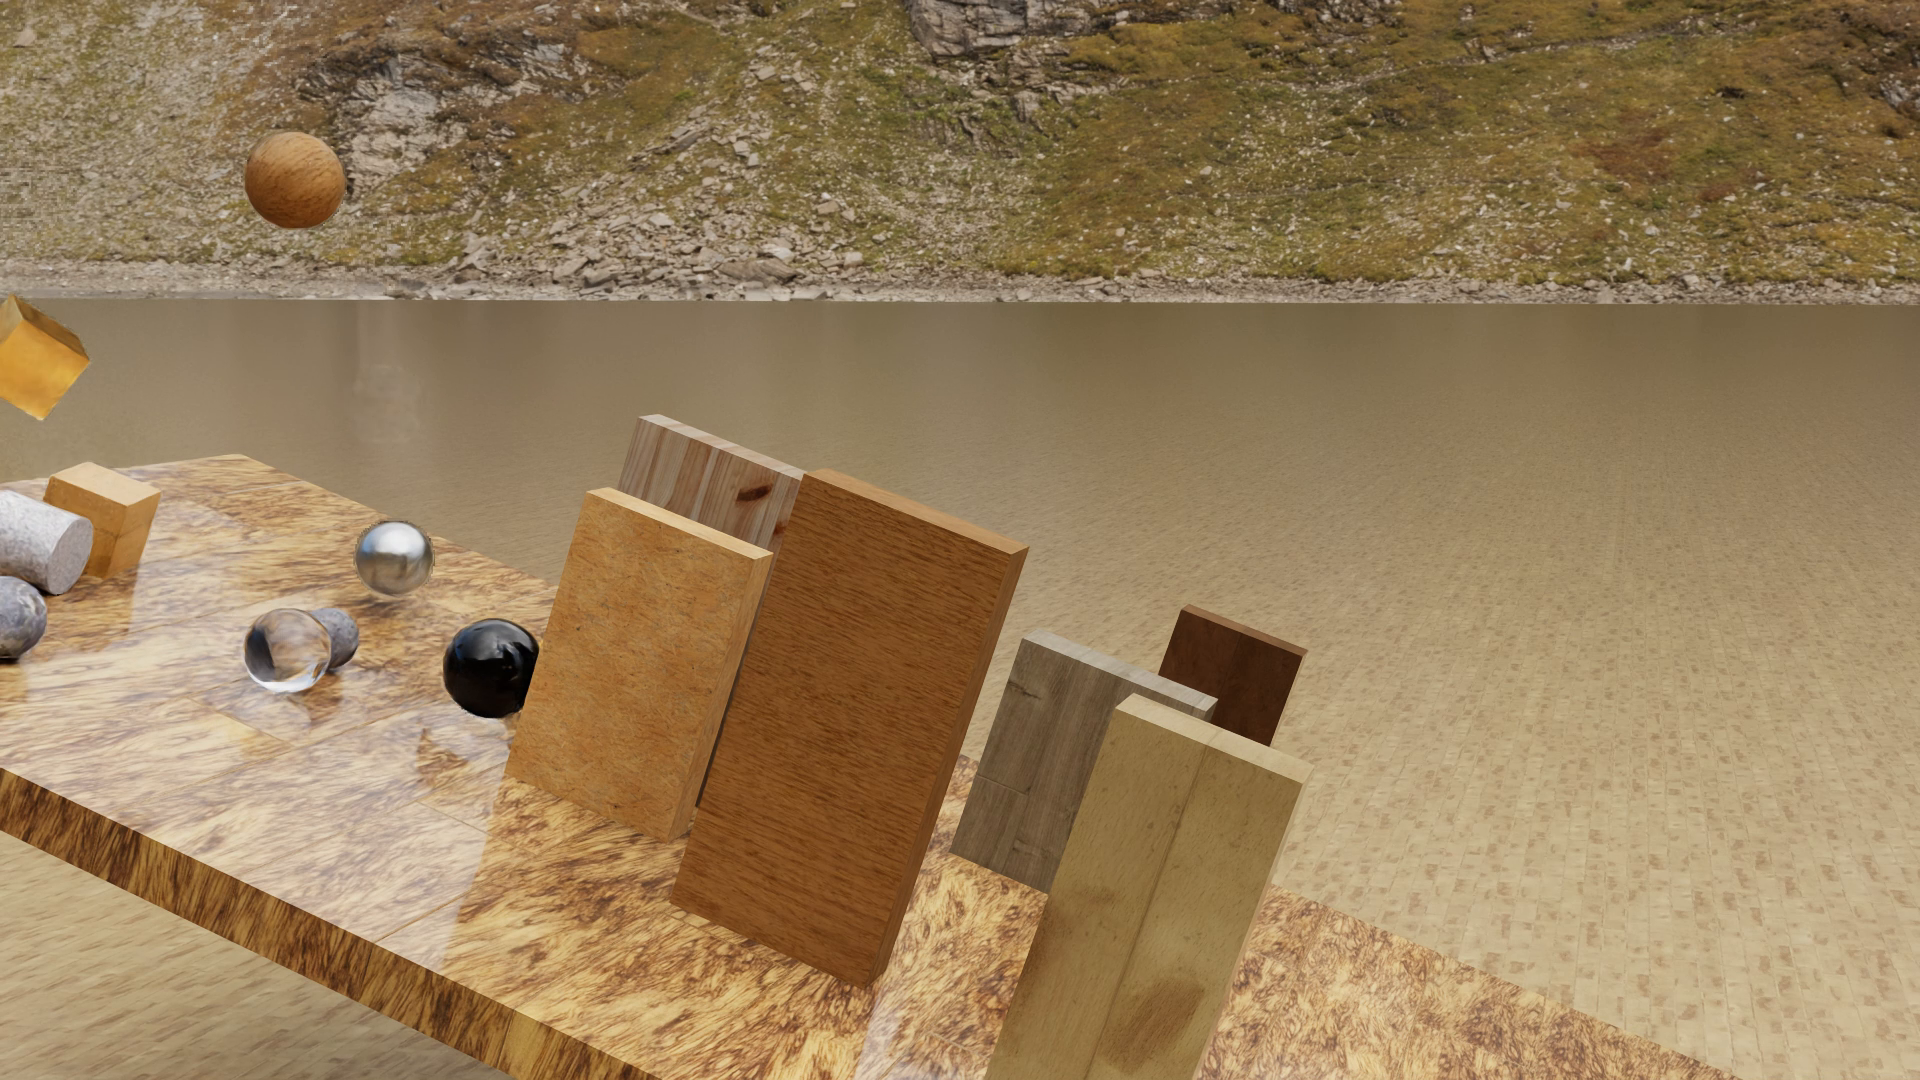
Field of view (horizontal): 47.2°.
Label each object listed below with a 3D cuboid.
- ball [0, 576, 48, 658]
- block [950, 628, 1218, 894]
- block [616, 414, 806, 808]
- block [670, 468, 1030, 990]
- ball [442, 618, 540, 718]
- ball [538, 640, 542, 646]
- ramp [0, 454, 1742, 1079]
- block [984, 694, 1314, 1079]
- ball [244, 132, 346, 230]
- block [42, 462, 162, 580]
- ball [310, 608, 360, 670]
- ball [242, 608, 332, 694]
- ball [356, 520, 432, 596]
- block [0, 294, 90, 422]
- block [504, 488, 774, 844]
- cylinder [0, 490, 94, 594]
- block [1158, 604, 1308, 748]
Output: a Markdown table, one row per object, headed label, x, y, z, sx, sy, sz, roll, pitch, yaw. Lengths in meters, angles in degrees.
| label | x | y | z | sx | sy | sz | roll | pitch | yaw |
| --- | --- | --- | --- | --- | --- | --- | --- | --- | --- |
| ball | -1.697 | 0.136 | 3.899 | 0.146 | 0.146 | 0.146 | 0 | 7 | 0 |
| block | 0.249 | 0.479 | 4.460 | 0.395 | 0.477 | 0.130 | 21 | 12 | 14 |
| block | -0.523 | 0.148 | 4.294 | 0.414 | 0.683 | 0.094 | 21 | 12 | 14 |
| block | -0.194 | 0.320 | 3.742 | 0.378 | 0.797 | 0.115 | 21 | 12 | 14 |
| ball | -0.928 | 0.255 | 4.378 | 0.200 | 0.200 | 0.200 | 0 | 7 | 0 |
| ball | -0.848 | 0.270 | 4.598 | 0.131 | 0.131 | 0.131 | 0 | 7 | 0 |
| ramp | -0.347 | 0.646 | 4.219 | 4.000 | 0.100 | 2.000 | 21 | 12 | 14 |
| block | 0.263 | 0.619 | 3.284 | 0.289 | 0.713 | 0.122 | 21 | 12 | 14 |
| ball | -1.435 | -0.775 | 4.744 | 0.209 | 0.209 | 0.209 | 0 | 7 | 0 |
| block | -1.771 | -0.041 | 4.506 | 0.165 | 0.165 | 0.165 | 22 | 12 | -1 |
| ball | -1.253 | 0.195 | 4.354 | 0.123 | 0.123 | 0.123 | 0 | 7 | 0 |
| ball | -1.274 | 0.209 | 4.164 | 0.162 | 0.162 | 0.162 | 0 | 7 | 0 |
| ball | -1.239 | 0.040 | 4.819 | 0.164 | 0.164 | 0.164 | 0 | 7 | 0 |
| block | -1.883 | -0.369 | 4.435 | 0.156 | 0.156 | 0.156 | 39 | 1 | -39 |
| block | -0.600 | 0.231 | 4.087 | 0.349 | 0.568 | 0.093 | 21 | 12 | 14 |
| cylinder | -1.808 | 0.004 | 4.289 | 0.160 | 0.160 | 0.160 | 19 | 8 | 3 |
| block | 0.539 | 0.449 | 4.865 | 0.283 | 0.544 | 0.086 | 21 | 12 | 14 |
